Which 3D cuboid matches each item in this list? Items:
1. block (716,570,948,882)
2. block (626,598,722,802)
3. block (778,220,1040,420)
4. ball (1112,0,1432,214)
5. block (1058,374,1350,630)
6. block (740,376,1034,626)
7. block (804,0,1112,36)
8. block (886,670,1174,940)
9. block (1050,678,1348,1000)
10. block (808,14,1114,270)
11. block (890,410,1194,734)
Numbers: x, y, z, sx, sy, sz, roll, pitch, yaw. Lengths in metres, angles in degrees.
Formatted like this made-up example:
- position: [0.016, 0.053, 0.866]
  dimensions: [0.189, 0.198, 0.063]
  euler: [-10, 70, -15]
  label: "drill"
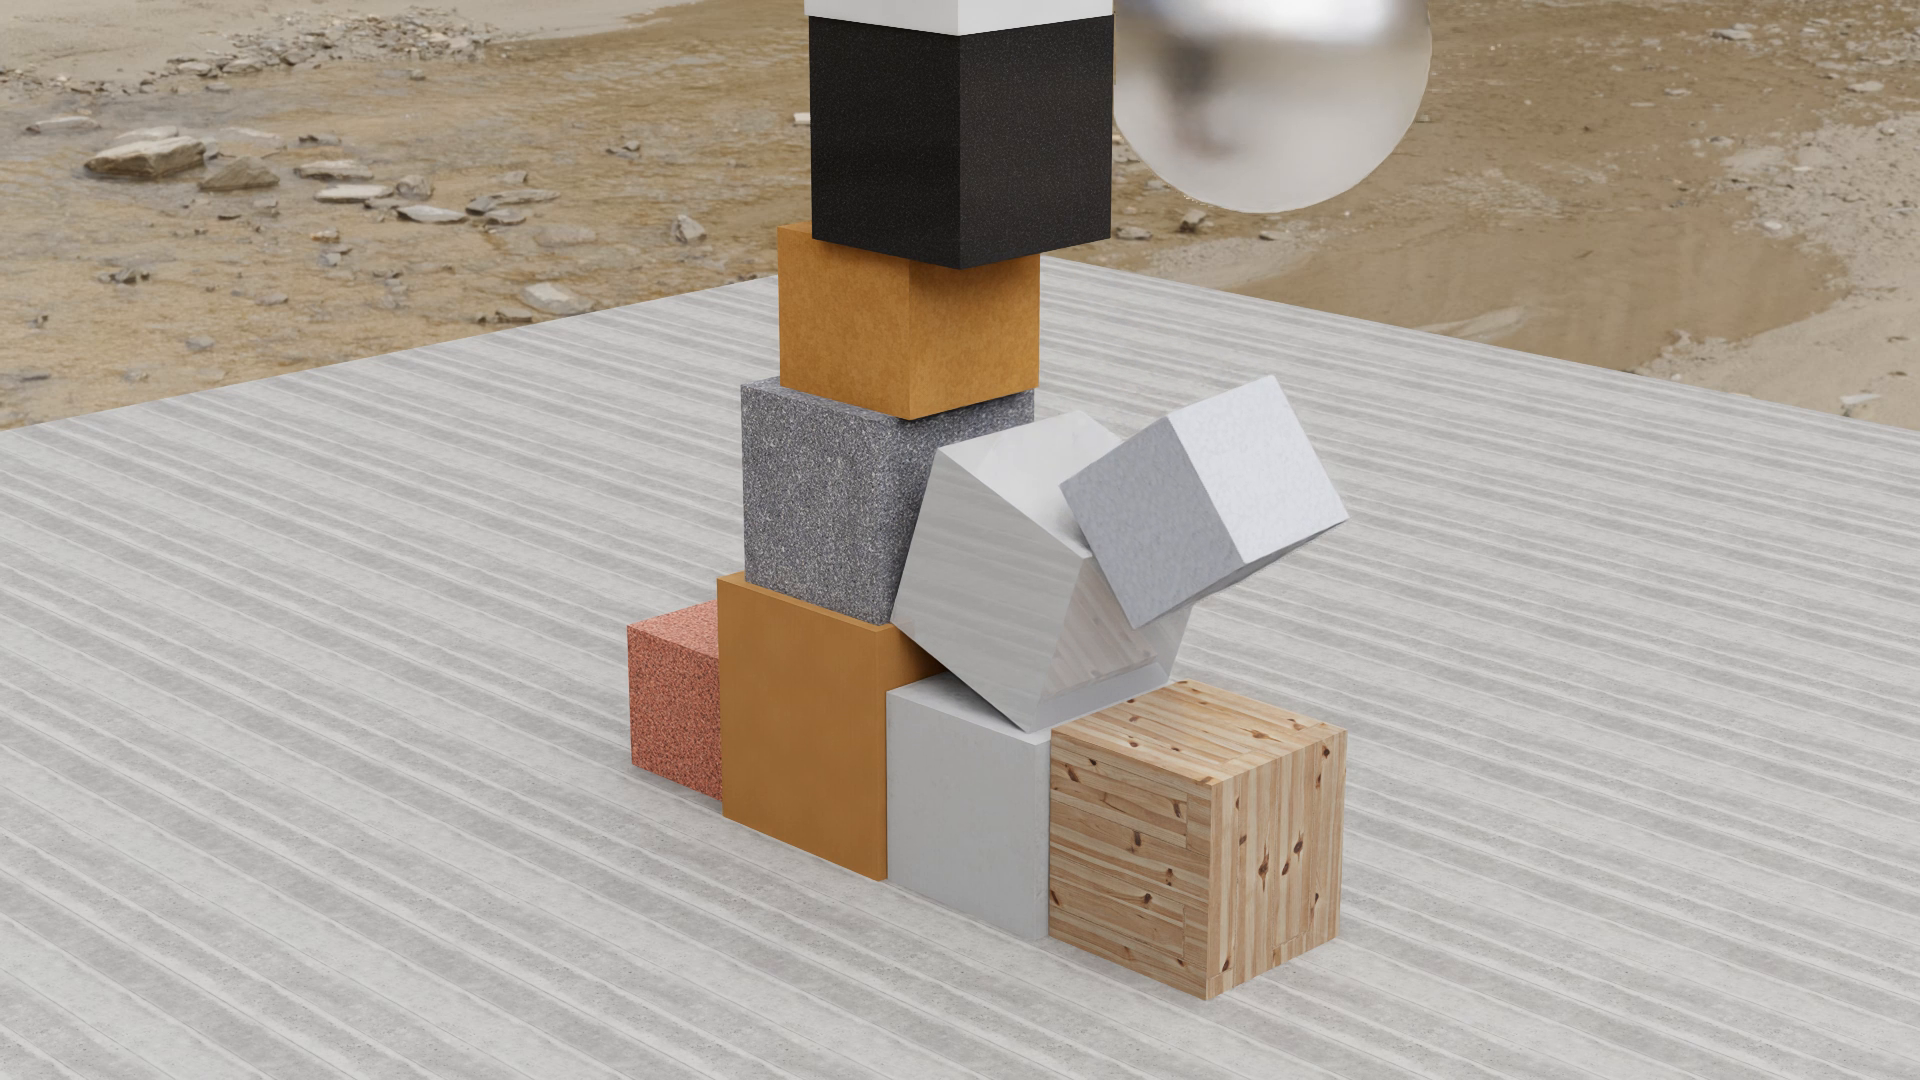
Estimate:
- position: [-0.367, 0.753, 13.938]
  dimensions: [1.104, 1.206, 1.086]
  euler: [-17, 24, -42]
  label: "block"
- position: [-1.049, 0.770, 14.663]
  dimensions: [0.876, 0.738, 0.829]
  euler: [-17, 24, -42]
  label: "block"
- position: [-0.231, -1.053, 13.279]
  dimensions: [0.821, 0.738, 0.851]
  euler: [-17, 24, -42]
  label: "block"
- position: [1.467, -2.378, 14.132]
  dimensions: [1.600, 1.600, 1.600]
  euler: [0, 17, 0]
  label: "ball"
- position: [1.012, -0.160, 12.178]
  dimensions: [0.711, 0.679, 0.714]
  euler: [-21, -8, -44]
  label: "block"
- position: [-0.331, -0.269, 13.595]
  dimensions: [0.999, 0.948, 0.906]
  euler: [-17, 24, -42]
  label: "block"
- position: [-0.007, -2.645, 12.503]
  dimensions: [0.938, 0.806, 0.935]
  euler: [-17, 24, -42]
  label: "block"
- position: [0.352, 1.107, 13.298]
  dimensions: [1.010, 0.914, 0.924]
  euler: [-17, 24, -42]
  label: "block"
- position: [1.024, 1.271, 12.687]
  dimensions: [0.895, 0.968, 0.899]
  euler: [-17, 24, -42]
  label: "block"
- position: [0.006, -1.798, 12.783]
  dimensions: [0.939, 0.980, 0.923]
  euler: [-17, 24, -42]
  label: "block"
- position: [0.419, 0.124, 12.950]
  dimensions: [0.909, 0.917, 0.914]
  euler: [-17, 44, -42]
  label: "block"
